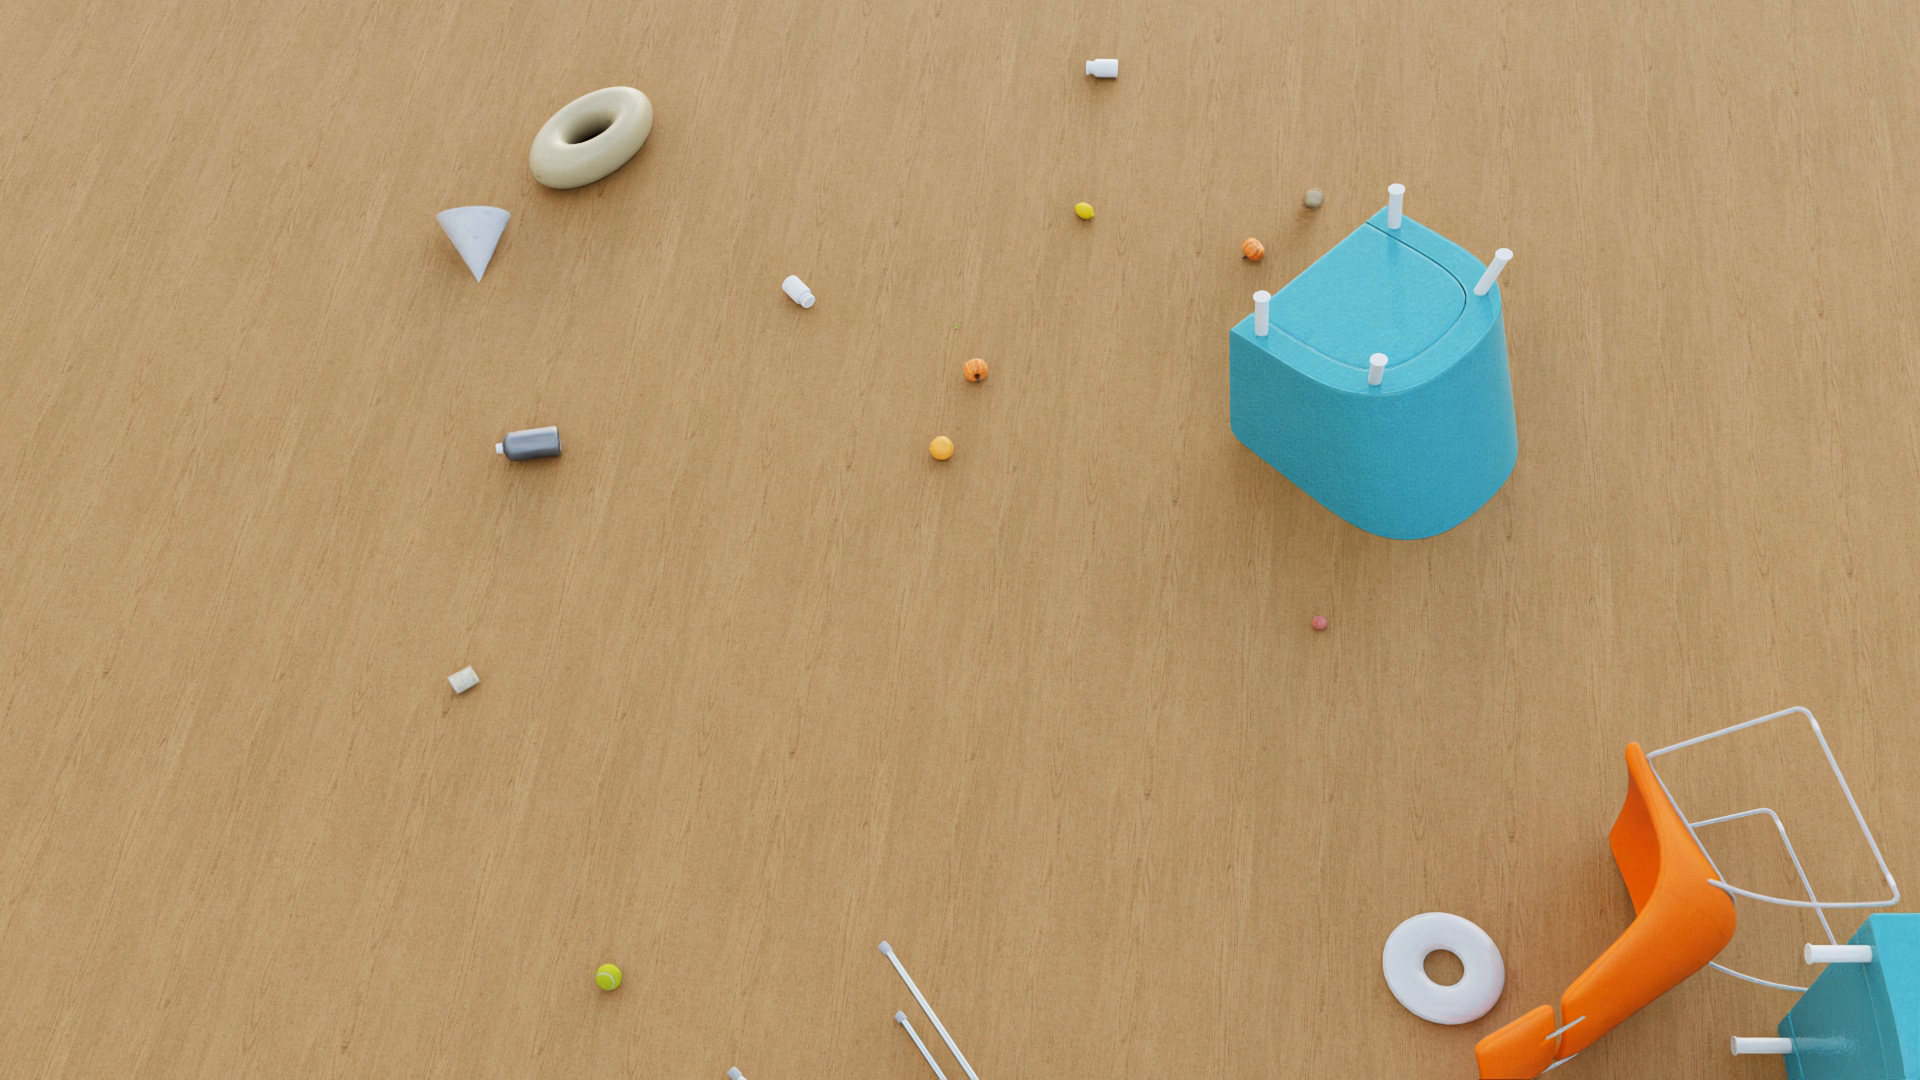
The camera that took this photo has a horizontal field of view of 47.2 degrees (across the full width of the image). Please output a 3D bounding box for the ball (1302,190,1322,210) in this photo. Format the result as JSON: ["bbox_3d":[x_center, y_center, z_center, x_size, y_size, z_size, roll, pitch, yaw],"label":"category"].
[{"bbox_3d":[1.169,-1.130,7.293,0.064,0.064,0.064,0,56,0],"label":"ball"}]

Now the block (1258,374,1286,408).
[{"bbox_3d":[0.967,-0.459,6.820,0.066,0.102,0.038,16,58,10],"label":"block"}]

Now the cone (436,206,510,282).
[{"bbox_3d":[-1.576,-0.946,7.162,0.238,0.158,0.234,-4,75,-16],"label":"cone"}]

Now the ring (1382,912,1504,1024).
[{"bbox_3d":[1.274,1.126,5.791,0.322,0.045,0.315,12,57,7],"label":"ring"}]

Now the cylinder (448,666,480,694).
[{"bbox_3d":[-1.419,0.399,6.284,0.071,0.037,0.059,-30,65,-18],"label":"cylinder"}]

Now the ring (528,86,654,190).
[{"bbox_3d":[-1.238,-1.353,7.389,0.284,0.158,0.497,37,63,24],"label":"ring"}]
